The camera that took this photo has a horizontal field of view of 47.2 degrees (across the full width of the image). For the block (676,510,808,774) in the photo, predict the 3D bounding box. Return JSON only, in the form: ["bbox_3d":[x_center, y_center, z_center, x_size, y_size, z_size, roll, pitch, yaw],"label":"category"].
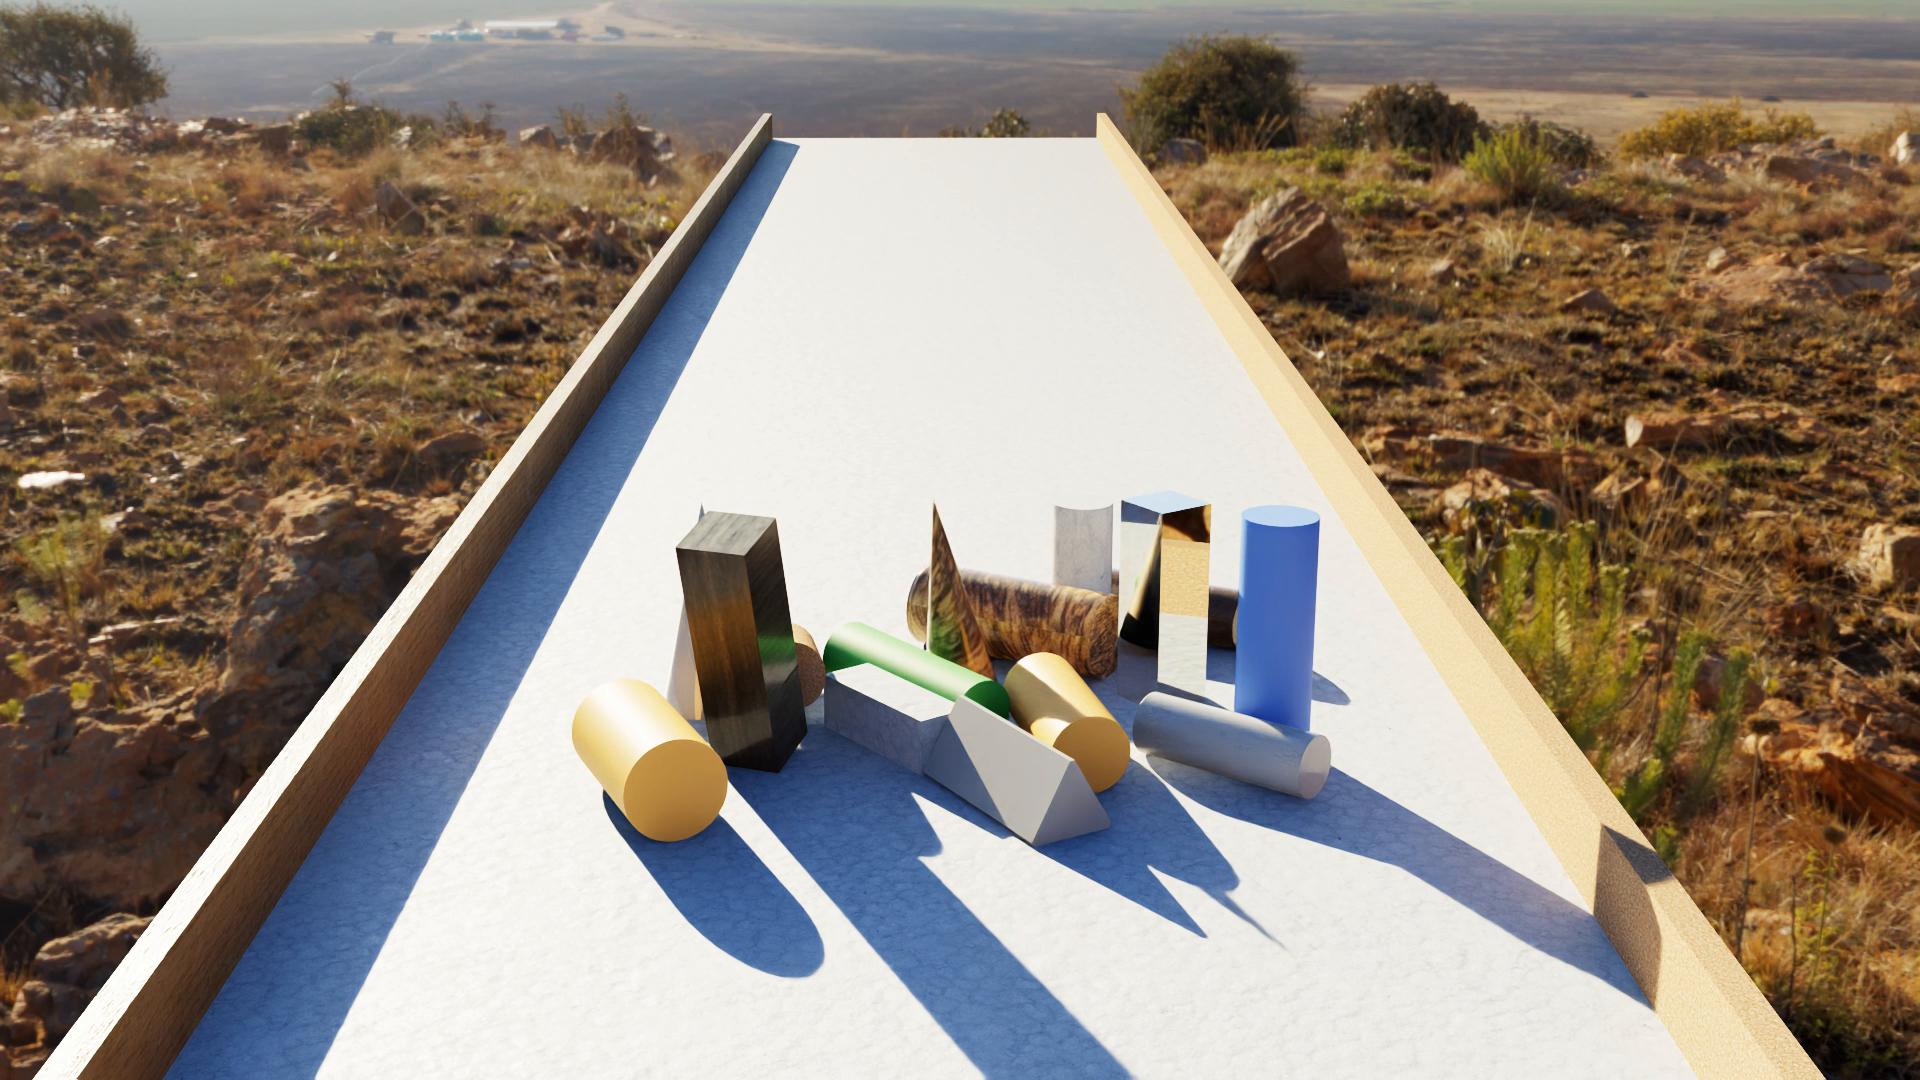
[{"bbox_3d":[-0.375,0.179,3.815,0.128,0.444,0.128,6,32,20],"label":"block"}]

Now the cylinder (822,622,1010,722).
[{"bbox_3d":[-0.087,0.267,4.106,0.128,0.128,0.415,-12,21,-36],"label":"cylinder"}]

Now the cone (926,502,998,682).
[{"bbox_3d":[-0.023,0.104,4.162,0.143,0.391,0.143,-7,21,3],"label":"cone"}]

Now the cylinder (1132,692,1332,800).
[{"bbox_3d":[0.471,0.356,3.833,0.336,0.112,0.112,13,21,37],"label":"cylinder"}]

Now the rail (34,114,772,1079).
[{"bbox_3d":[-1.118,-0.838,7.780,0.050,0.150,12.000,0,17,-1],"label":"rail"}]

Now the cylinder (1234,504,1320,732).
[{"bbox_3d":[0.556,0.171,3.873,0.136,0.445,0.136,0,17,0],"label":"cylinder"}]

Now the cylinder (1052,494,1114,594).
[{"bbox_3d":[0.248,0.068,4.467,0.123,0.303,0.123,0,17,0],"label":"cylinder"}]

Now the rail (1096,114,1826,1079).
[{"bbox_3d":[0.932,-0.844,7.801,0.050,0.150,12.000,0,17,-1],"label":"rail"}]

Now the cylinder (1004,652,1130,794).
[{"bbox_3d":[0.185,0.321,3.897,0.143,0.143,0.330,-4,17,-12],"label":"cylinder"}]

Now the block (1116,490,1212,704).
[{"bbox_3d":[0.385,0.115,4.158,0.119,0.389,0.119,-11,20,-33],"label":"block"}]

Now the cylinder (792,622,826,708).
[{"bbox_3d":[-0.321,0.233,4.113,0.124,0.124,0.325,-2,4,-7],"label":"cylinder"}]

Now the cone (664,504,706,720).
[{"bbox_3d":[-0.478,0.119,4.125,0.174,0.399,0.174,0,17,0],"label":"cone"}]

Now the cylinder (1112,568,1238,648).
[{"bbox_3d":[0.413,0.136,4.560,0.383,0.120,0.120,10,19,29],"label":"cylinder"}]

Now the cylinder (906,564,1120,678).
[{"bbox_3d":[0.113,0.158,4.402,0.416,0.167,0.167,10,19,29],"label":"cylinder"}]

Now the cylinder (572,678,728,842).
[{"bbox_3d":[-0.524,0.365,3.690,0.177,0.177,0.310,-8,18,-24],"label":"cylinder"}]

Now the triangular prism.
[{"bbox_3d":[0.092,0.376,3.717,0.153,0.132,0.350,-10,19,-30],"label":"triangular prism"}]

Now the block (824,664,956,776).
[{"bbox_3d":[-0.119,0.321,3.971,0.102,0.102,0.300,-12,21,-36],"label":"block"}]
